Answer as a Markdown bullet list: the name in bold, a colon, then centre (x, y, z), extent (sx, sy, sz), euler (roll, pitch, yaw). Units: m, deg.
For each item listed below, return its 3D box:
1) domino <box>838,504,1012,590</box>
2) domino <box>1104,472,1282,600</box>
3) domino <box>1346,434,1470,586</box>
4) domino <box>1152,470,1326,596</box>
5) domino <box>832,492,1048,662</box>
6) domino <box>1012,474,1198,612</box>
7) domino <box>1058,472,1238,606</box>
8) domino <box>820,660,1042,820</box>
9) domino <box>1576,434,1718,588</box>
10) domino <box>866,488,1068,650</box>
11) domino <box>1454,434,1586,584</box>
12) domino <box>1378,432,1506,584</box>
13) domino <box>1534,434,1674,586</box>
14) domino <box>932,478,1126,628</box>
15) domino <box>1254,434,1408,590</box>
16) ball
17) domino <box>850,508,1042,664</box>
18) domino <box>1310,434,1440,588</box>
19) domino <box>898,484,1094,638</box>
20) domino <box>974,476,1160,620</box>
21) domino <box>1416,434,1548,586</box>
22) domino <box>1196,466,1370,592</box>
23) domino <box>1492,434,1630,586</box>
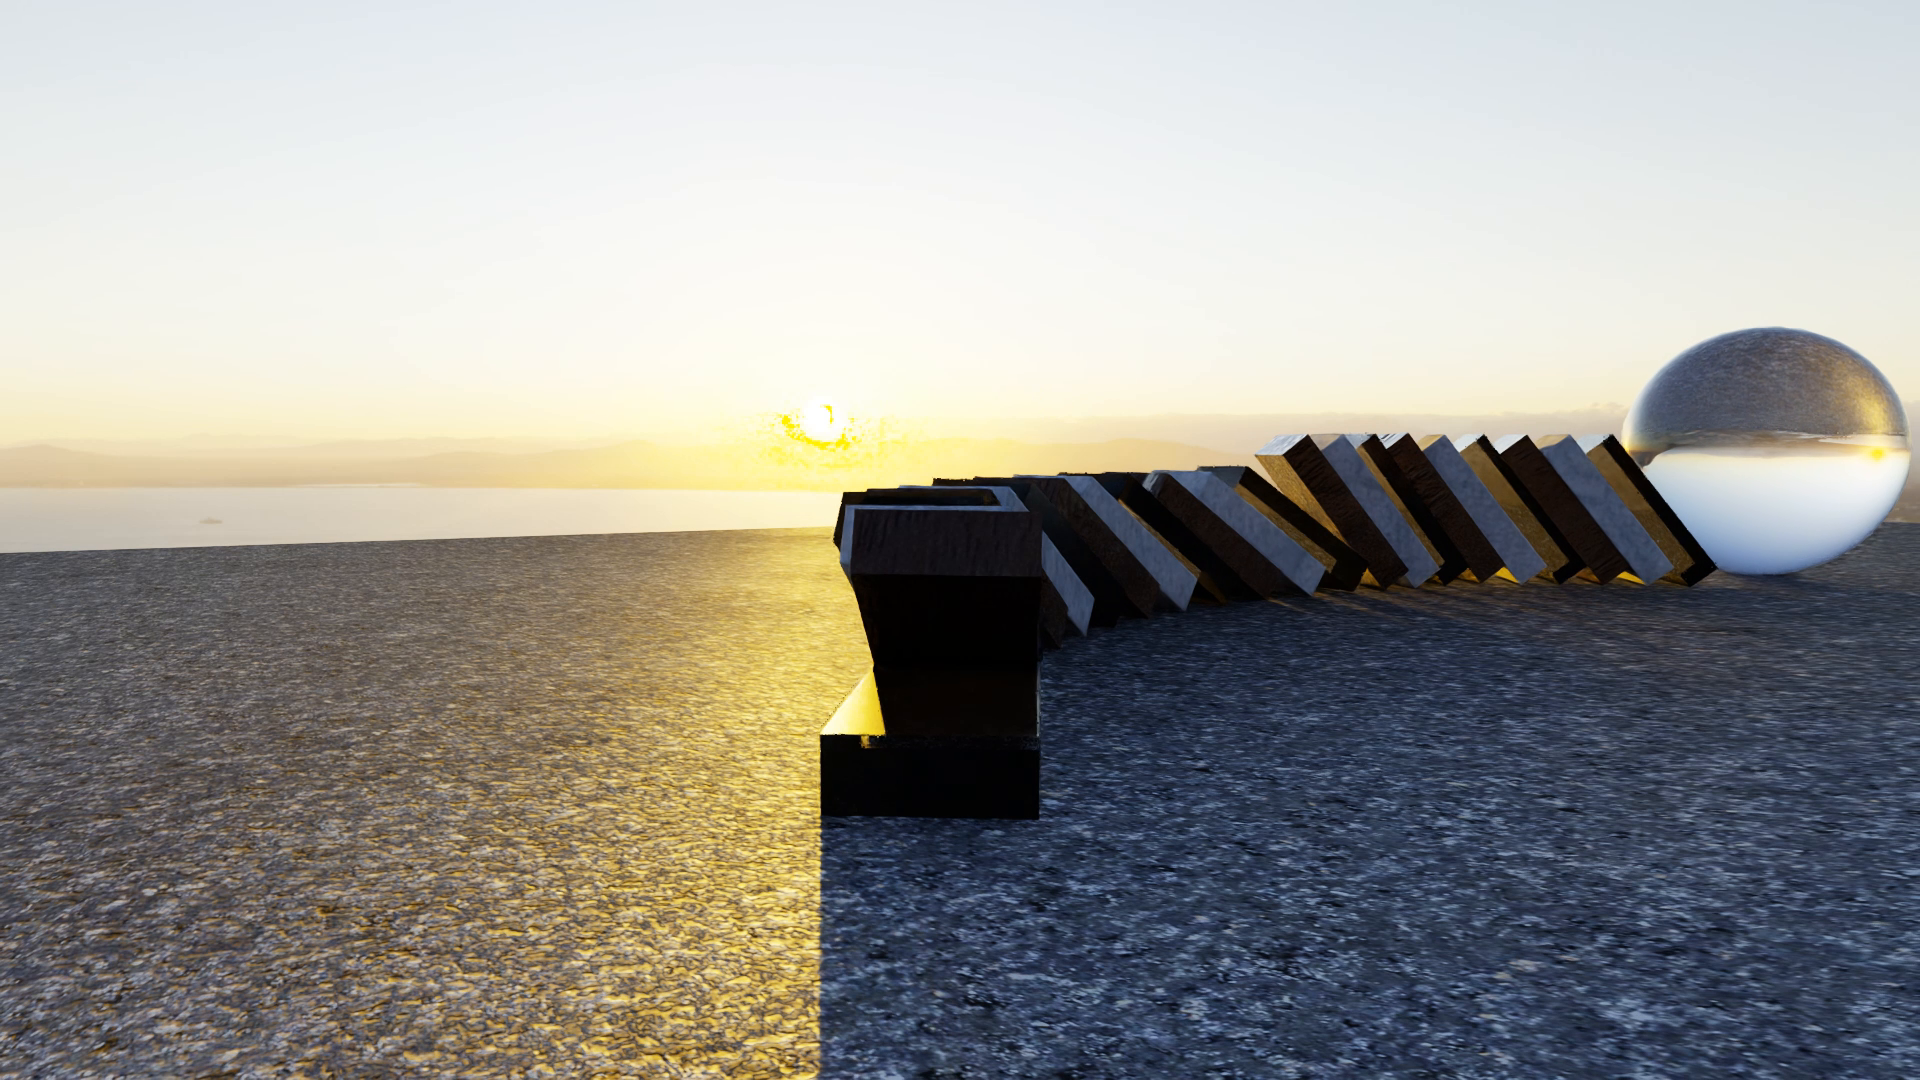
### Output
- **domino**: centre (-0.002, 0.010, 0.212), extent (0.025, 0.009, 0.050), euler (1, -26, 8)
- **domino**: centre (0.061, -0.001, 0.347), extent (0.050, 0.009, 0.025), euler (36, -16, -30)
- **domino**: centre (0.133, -0.010, 0.393), extent (0.009, 0.050, 0.025), euler (-38, 7, -2)
- **domino**: centre (0.076, -0.002, 0.358), extent (0.050, 0.009, 0.025), euler (35, -13, -27)
- **domino**: centre (-0.002, 0.008, 0.232), extent (0.025, 0.009, 0.050), euler (1, -28, 18)
- **domino**: centre (0.035, 0.001, 0.320), extent (0.025, 0.009, 0.050), euler (4, -27, 46)
- **domino**: centre (0.047, 0.000, 0.334), extent (0.050, 0.009, 0.025), euler (38, -20, -35)
- **domino**: centre (-0.002, 0.025, 0.171), extent (0.025, 0.009, 0.050), euler (0, 4, 4)
- **domino**: centre (0.207, -0.010, 0.393), extent (0.009, 0.050, 0.025), euler (-38, -2, 9)
- **domino**: centre (0.002, 0.006, 0.252), extent (0.025, 0.009, 0.050), euler (2, -27, 24)
- **domino**: centre (0.171, -0.010, 0.399), extent (0.009, 0.050, 0.025), euler (-38, -2, 9)
- **domino**: centre (0.145, -0.010, 0.397), extent (0.009, 0.050, 0.025), euler (-37, 3, 2)
- **domino**: centre (0.195, -0.010, 0.394), extent (0.009, 0.050, 0.025), euler (-38, -2, 9)
- **domino**: centre (0.015, 0.003, 0.288), extent (0.025, 0.009, 0.050), euler (3, -28, 35)
- **domino**: centre (0.109, -0.009, 0.380), extent (0.010, 0.050, 0.025), euler (-39, 7, -2)
- **ball**: centre (0.258, -0.029, 0.414), extent (0.080, 0.080, 0.080), euler (0, 4, 0)
- **domino**: centre (-0.001, 0.011, 0.191), extent (0.025, 0.009, 0.050), euler (1, -26, 3)
- **domino**: centre (0.121, -0.009, 0.386), extent (0.009, 0.050, 0.025), euler (-38, 7, -2)
- **domino**: centre (0.008, 0.005, 0.270), extent (0.025, 0.009, 0.050), euler (2, -27, 28)
- **domino**: centre (0.025, 0.002, 0.304), extent (0.025, 0.009, 0.050), euler (3, -27, 39)
- **domino**: centre (0.159, -0.010, 0.398), extent (0.009, 0.050, 0.025), euler (-38, -1, 9)
- **domino**: centre (0.091, -0.003, 0.369), extent (0.050, 0.009, 0.025), euler (35, -10, -20)
- **domino**: centre (0.183, -0.010, 0.397), extent (0.009, 0.050, 0.025), euler (-38, -2, 9)
